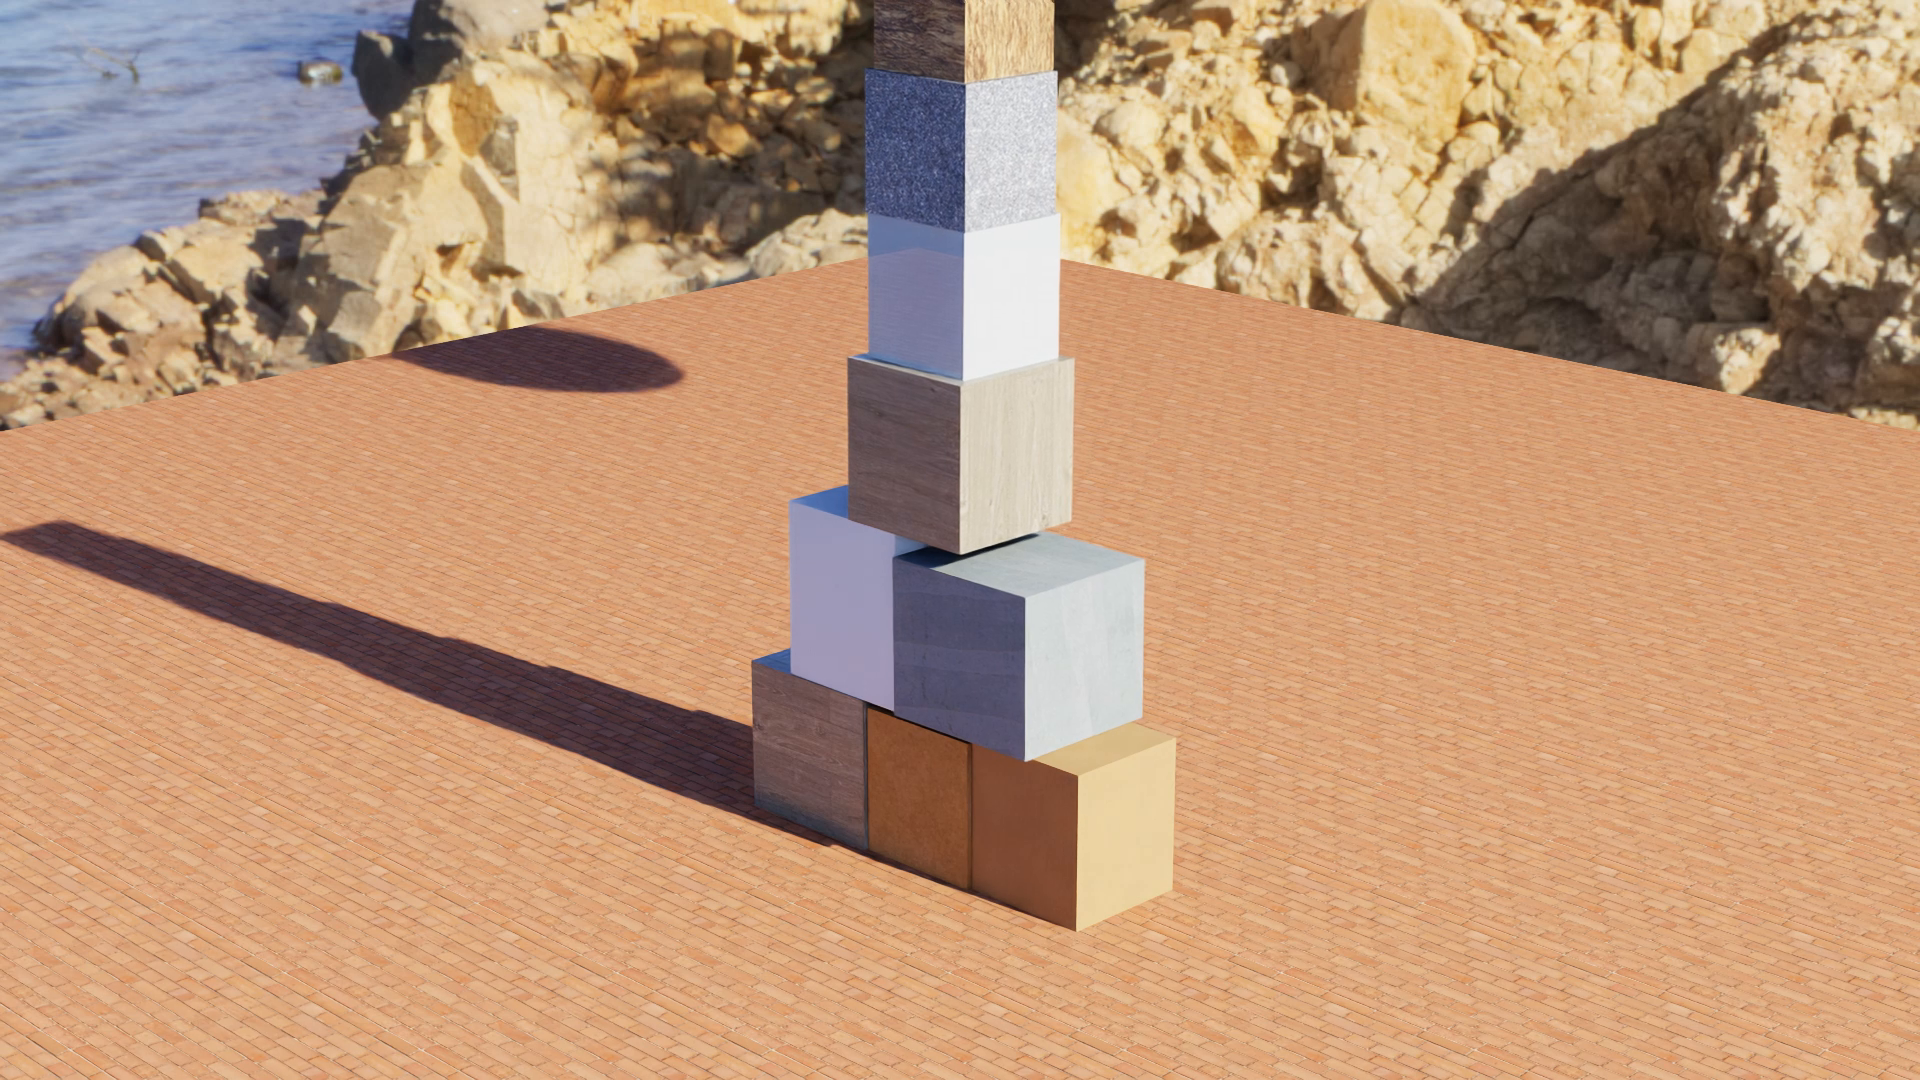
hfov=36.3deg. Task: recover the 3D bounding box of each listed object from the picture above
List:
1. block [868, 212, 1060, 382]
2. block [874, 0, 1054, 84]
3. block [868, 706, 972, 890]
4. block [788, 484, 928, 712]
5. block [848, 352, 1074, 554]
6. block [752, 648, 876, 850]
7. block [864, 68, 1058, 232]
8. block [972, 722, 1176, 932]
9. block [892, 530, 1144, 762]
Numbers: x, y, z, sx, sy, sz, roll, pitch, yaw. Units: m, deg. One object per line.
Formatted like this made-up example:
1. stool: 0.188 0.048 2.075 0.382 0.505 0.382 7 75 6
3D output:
1. block: 0.016 -1.127 12.984 0.599 0.653 0.600 -17 24 -42
2. block: 0.017 -2.327 12.595 0.541 0.609 0.555 -17 24 -42
3. block: 0.049 1.106 13.641 0.696 0.709 0.650 -17 24 -42
4. block: -0.290 0.224 13.723 0.720 0.853 0.712 -17 24 -42
5. block: 0.002 -0.451 13.189 0.716 0.760 0.716 -17 24 -42
6. block: -0.458 0.935 14.128 0.751 0.745 0.778 -17 24 -42
7. block: 0.003 -1.733 12.773 0.560 0.630 0.618 -17 24 -42
8. block: 0.510 1.233 13.191 0.640 0.737 0.643 -17 24 -42
9. block: 0.262 0.441 13.224 0.768 0.754 0.826 -17 24 -42
